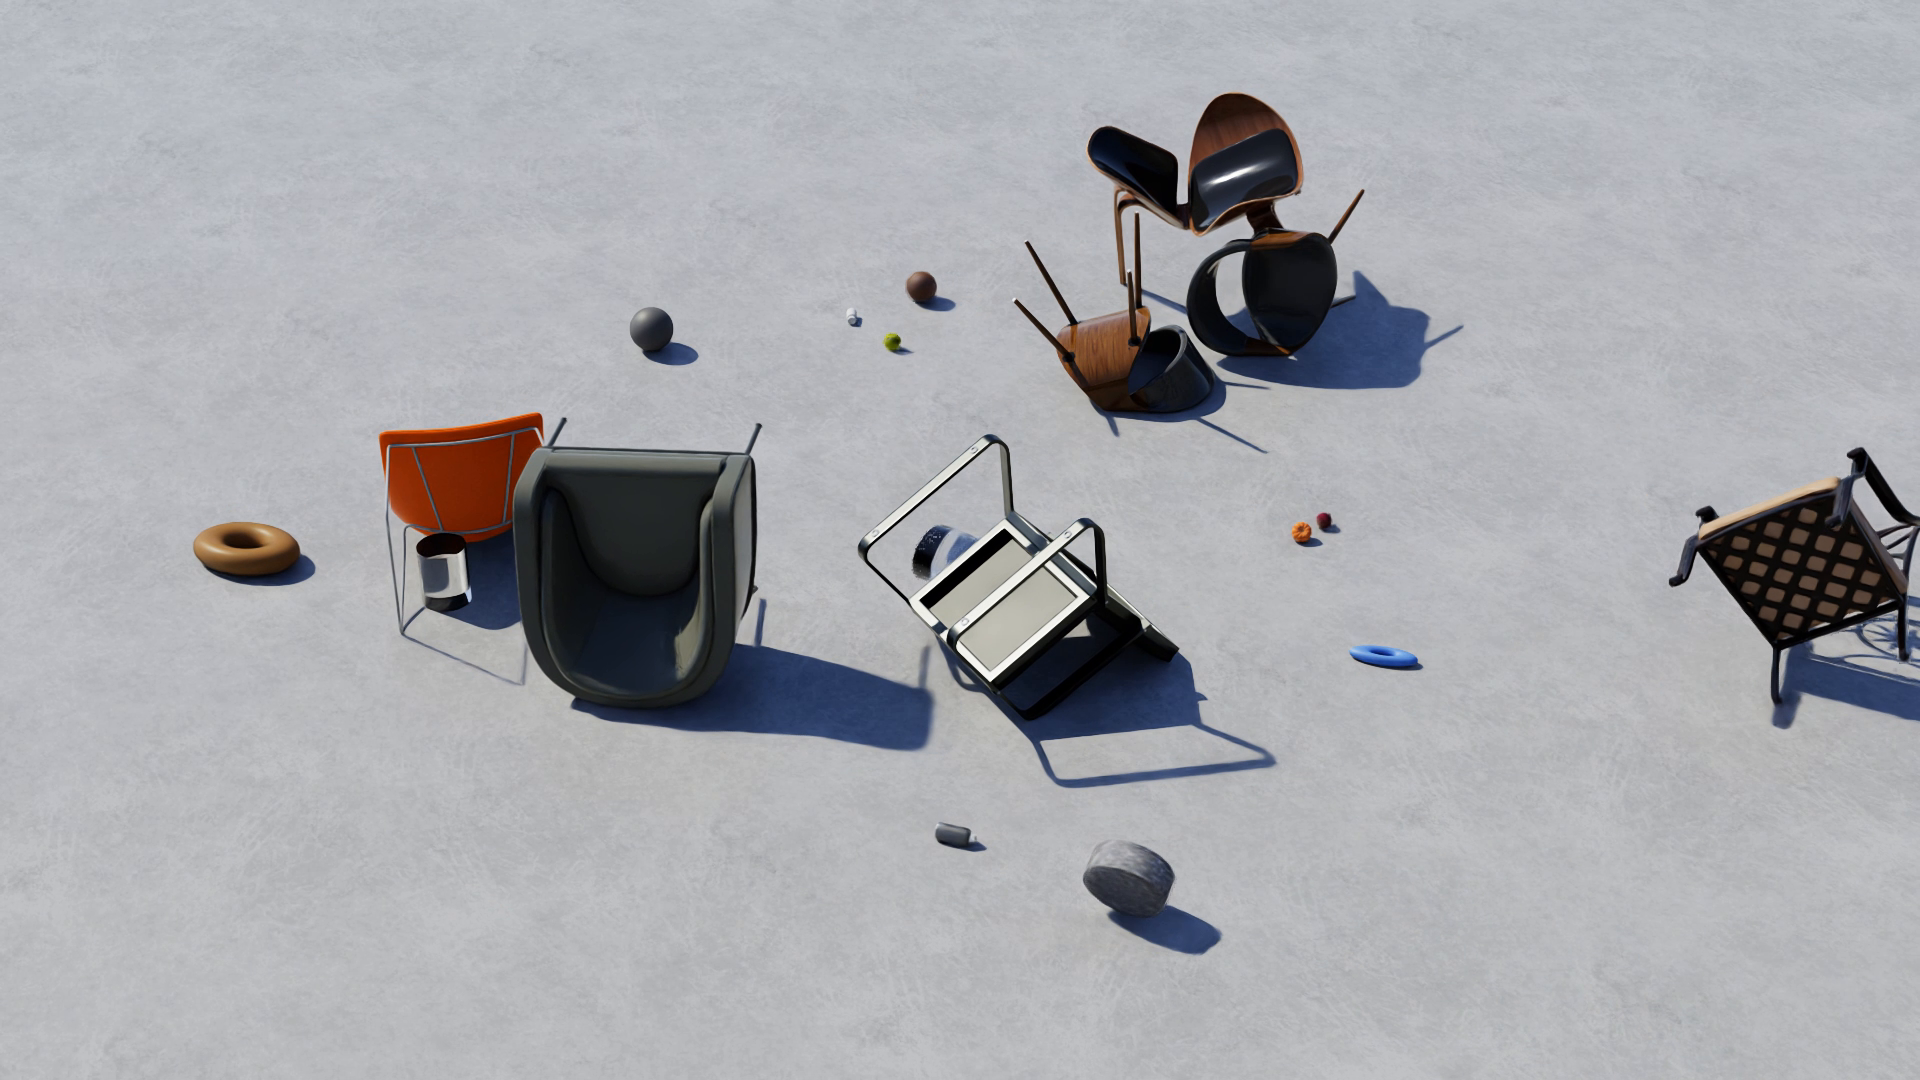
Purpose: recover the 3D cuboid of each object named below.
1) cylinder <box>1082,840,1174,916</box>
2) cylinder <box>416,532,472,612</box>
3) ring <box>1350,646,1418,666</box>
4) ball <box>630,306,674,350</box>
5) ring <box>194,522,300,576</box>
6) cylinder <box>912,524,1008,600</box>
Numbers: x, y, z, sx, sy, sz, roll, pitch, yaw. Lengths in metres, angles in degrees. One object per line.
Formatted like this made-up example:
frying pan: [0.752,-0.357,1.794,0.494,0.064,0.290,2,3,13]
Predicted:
cylinder: [0.524,1.050,9.105,0.268,0.243,0.106,27,54,-2]
cylinder: [-1.858,0.116,10.559,0.178,0.230,0.169,-11,35,-16]
ring: [1.487,0.407,10.292,0.242,0.039,0.086,8,33,13]
ball: [-1.273,-0.872,12.102,0.182,0.182,0.182,0,33,0]
ring: [-2.628,0.033,10.802,0.413,0.104,0.266,8,33,13]
cylinder: [0.001,0.081,10.632,0.247,0.206,0.258,20,27,27]
